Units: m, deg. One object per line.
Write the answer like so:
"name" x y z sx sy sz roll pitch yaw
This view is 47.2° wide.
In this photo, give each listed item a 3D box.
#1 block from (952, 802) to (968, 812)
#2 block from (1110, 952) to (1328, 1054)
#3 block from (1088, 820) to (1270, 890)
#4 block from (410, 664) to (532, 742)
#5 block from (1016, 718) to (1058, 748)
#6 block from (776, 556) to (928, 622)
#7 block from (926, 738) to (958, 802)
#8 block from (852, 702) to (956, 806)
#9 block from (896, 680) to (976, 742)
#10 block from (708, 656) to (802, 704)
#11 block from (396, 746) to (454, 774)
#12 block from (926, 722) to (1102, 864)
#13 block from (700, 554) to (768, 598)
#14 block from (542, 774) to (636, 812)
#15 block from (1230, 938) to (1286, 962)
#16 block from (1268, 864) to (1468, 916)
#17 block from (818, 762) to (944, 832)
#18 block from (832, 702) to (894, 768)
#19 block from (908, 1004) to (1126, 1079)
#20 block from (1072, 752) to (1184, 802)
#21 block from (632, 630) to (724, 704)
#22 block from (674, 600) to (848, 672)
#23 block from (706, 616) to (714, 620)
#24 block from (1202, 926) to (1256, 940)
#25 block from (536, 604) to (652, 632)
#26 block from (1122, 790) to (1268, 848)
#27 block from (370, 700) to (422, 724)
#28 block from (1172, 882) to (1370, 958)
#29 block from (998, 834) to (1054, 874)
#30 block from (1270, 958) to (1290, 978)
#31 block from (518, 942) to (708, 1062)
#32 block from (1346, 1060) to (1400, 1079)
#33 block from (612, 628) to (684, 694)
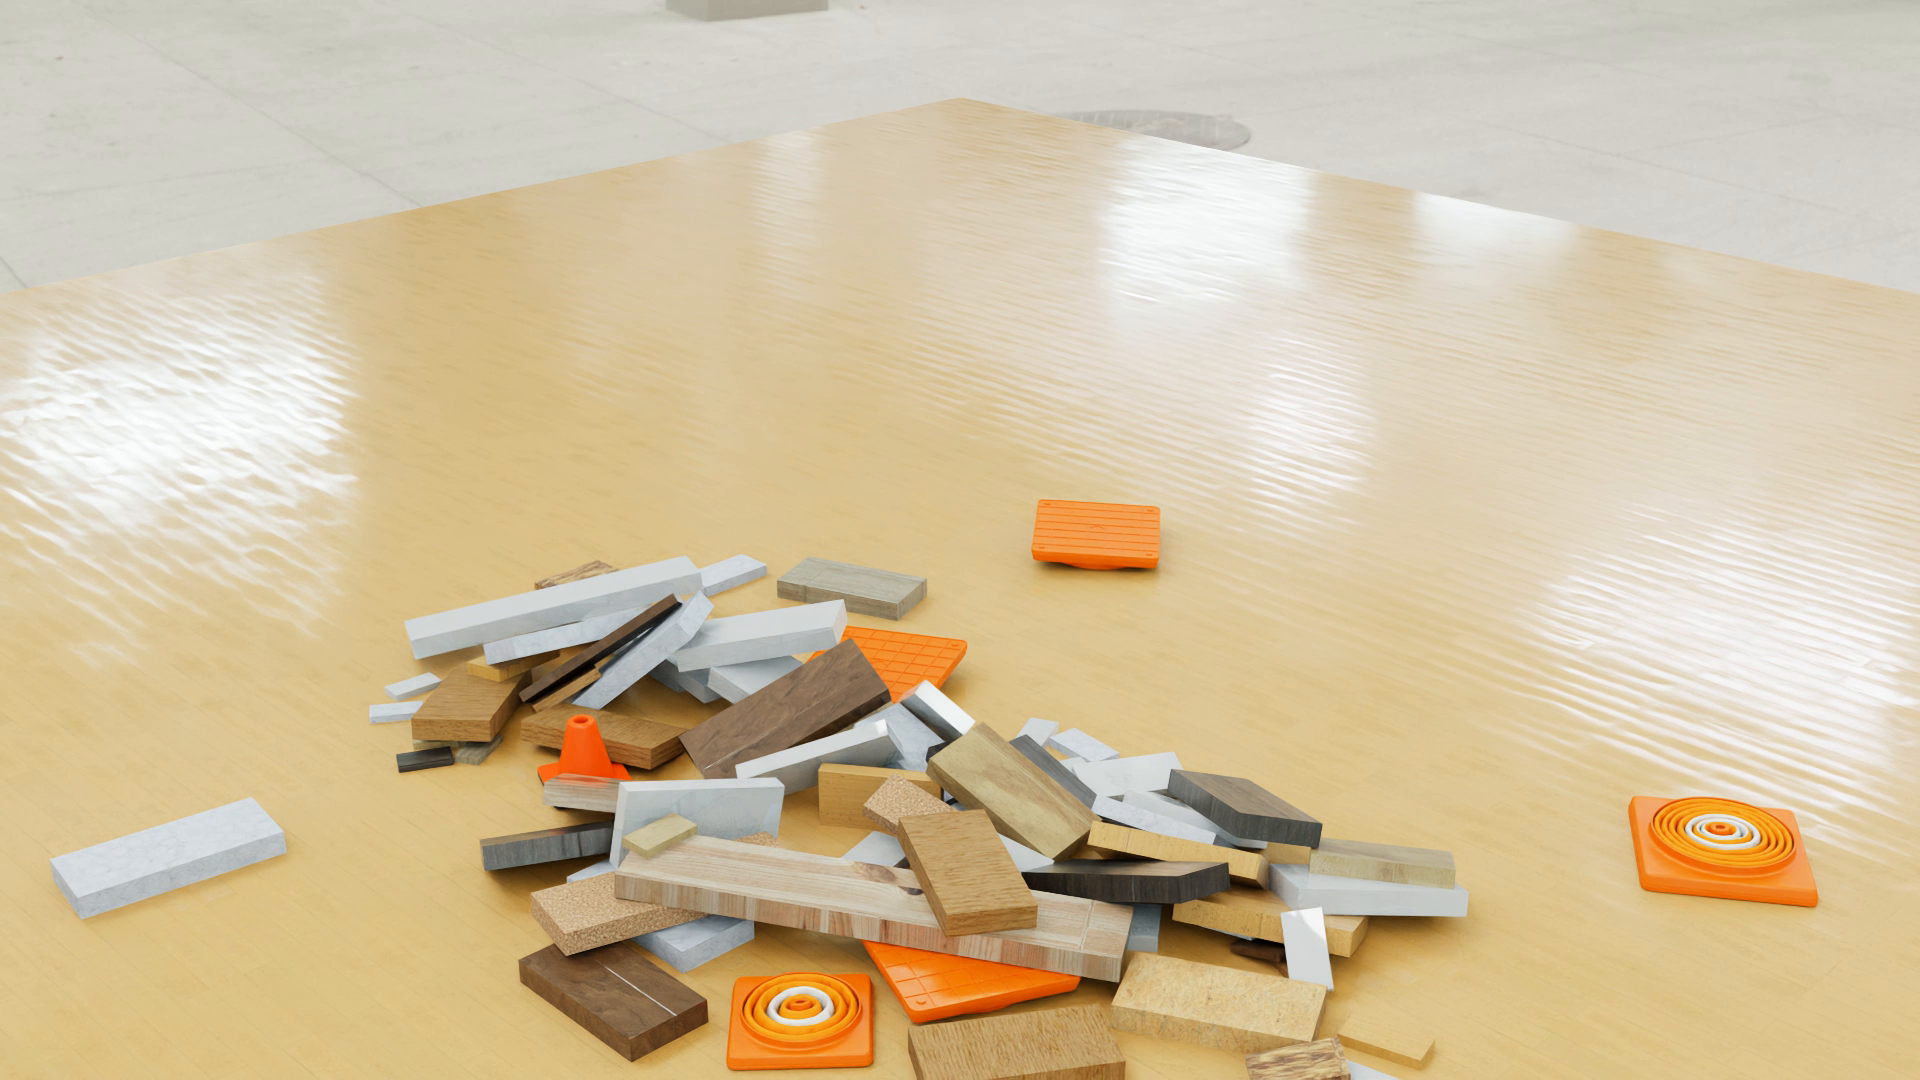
"block" -0.013 0.559 4.324 0.144 0.020 0.072 -25 51 -8
"block" 0.448 0.806 3.798 0.343 0.049 0.171 7 24 17
"block" 0.420 0.602 4.159 0.327 0.046 0.163 9 -17 21
"block" -1.066 0.353 4.819 0.170 0.048 0.339 1 17 4
"block" 0.162 0.423 4.740 0.064 0.018 0.128 8 24 19
"block" -0.266 0.118 5.423 0.330 0.047 0.165 10 25 23
"block" 0.057 0.501 4.426 0.133 0.038 0.266 -14 46 -30
"block" -0.084 0.448 4.513 0.265 0.038 0.133 39 40 27
"block" -0.056 0.363 4.593 0.038 0.133 0.266 -50 2 -15
"block" -0.353 0.348 4.739 0.352 0.050 0.176 31 36 24
"block" -1.131 0.464 4.647 0.113 0.016 0.057 -7 24 -17
"block" 0.104 0.502 4.303 0.320 0.045 0.160 38 46 23
"block" -0.591 0.088 5.517 0.195 0.028 0.098 -21 31 -40
"block" -0.655 0.513 4.388 0.319 0.045 0.159 6 1 3
"block" 0.546 0.738 3.972 0.103 0.015 0.051 4 14 39
"block" 0.754 0.648 4.074 0.327 0.046 0.163 3 7 -11
"block" -0.157 0.517 4.383 0.247 0.124 0.035 4 24 10
"block" -0.188 0.405 4.624 0.352 0.050 0.176 35 38 29
"block" 0.092 0.861 3.671 0.333 0.047 0.166 -5 23 -11
"block" 0.352 0.496 4.526 0.222 0.031 0.111 -6 34 -14
"block" -0.594 0.269 4.961 0.151 0.043 0.302 -17 31 -35
"block" -0.432 0.208 4.801 0.352 0.050 0.176 -9 17 8
"block" -0.514 0.239 5.017 0.023 0.160 0.080 -49 41 -11
"block" 0.499 0.709 4.029 0.103 0.015 0.051 11 8 32
"block" -0.888 0.179 5.217 0.302 0.043 0.151 5 21 37
"block" 0.465 0.550 4.341 0.264 0.037 0.132 15 -1 32
"block" -1.242 0.379 4.847 0.113 0.016 0.057 -5 23 -11
"block" 0.570 0.687 4.023 0.327 0.046 0.163 9 7 20
"block" 0.062 0.606 4.159 0.208 0.029 0.104 25 47 9
"block" 0.599 0.767 3.935 0.051 0.015 0.103 -9 24 -19
"block" -0.608 0.788 3.844 0.164 0.047 0.329 -21 31 -40
"block" 0.642 0.894 3.625 0.159 0.023 0.080 15 27 31
"block" -0.675 0.261 5.091 0.151 0.043 0.302 -19 29 -37
